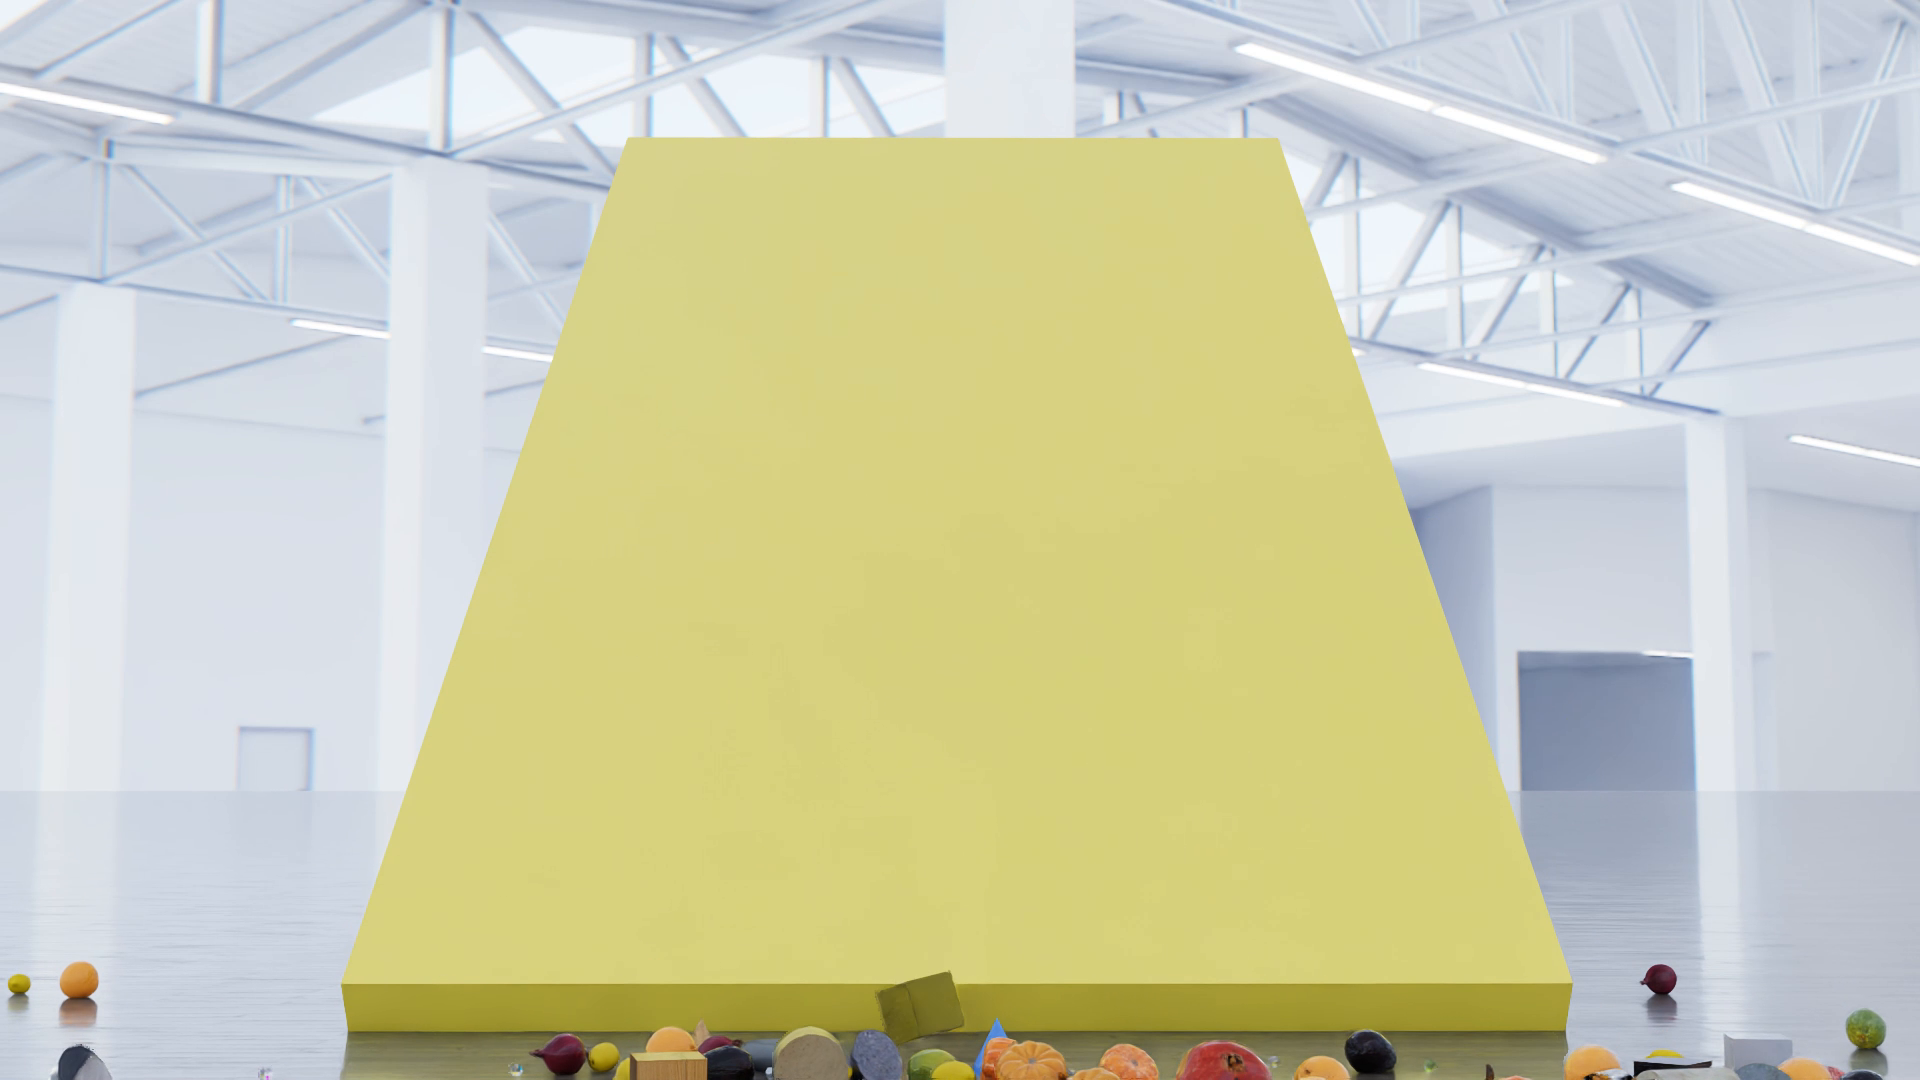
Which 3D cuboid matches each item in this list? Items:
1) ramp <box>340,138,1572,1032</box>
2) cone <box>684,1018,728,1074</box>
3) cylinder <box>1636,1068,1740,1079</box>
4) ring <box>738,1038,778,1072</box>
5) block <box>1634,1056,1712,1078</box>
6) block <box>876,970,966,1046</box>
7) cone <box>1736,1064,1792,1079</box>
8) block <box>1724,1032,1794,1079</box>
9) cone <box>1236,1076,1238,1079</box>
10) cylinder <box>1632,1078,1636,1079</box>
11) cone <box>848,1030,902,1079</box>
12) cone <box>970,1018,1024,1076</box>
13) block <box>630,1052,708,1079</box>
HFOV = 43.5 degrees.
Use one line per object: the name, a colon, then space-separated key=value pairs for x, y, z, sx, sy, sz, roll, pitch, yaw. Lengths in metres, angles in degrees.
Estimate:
ramp: x=-0.012 y=-0.215 z=5.672 sx=2.000 sy=0.100 sz=4.000 roll=0 pitch=29 yaw=0
cone: x=-0.366 y=0.714 z=3.404 sx=0.075 sy=0.075 sz=0.075 roll=0 pitch=-6 yaw=0
cylinder: x=0.798 y=0.626 z=2.629 sx=0.093 sy=0.093 sz=0.093 roll=2 pitch=-6 yaw=-16
ring: x=-0.258 y=0.735 z=3.430 sx=0.115 sy=0.038 sz=0.115 roll=1 pitch=-5 yaw=0
block: x=0.867 y=0.668 z=2.922 sx=0.069 sy=0.069 sz=0.069 roll=-5 pitch=-8 yaw=41
block: x=-0.059 y=0.707 z=3.630 sx=0.084 sy=0.084 sz=0.084 roll=-6 pitch=-16 yaw=-37
cone: x=0.935 y=0.674 z=2.835 sx=0.087 sy=0.087 sz=0.087 roll=0 pitch=-33 yaw=-2
block: x=1.050 y=0.690 z=3.162 sx=0.074 sy=0.074 sz=0.074 roll=-1 pitch=-6 yaw=8
cone: x=0.312 y=0.643 z=2.713 sx=0.076 sy=0.076 sz=0.076 roll=0 pitch=-6 yaw=0
cylinder: x=0.828 y=0.665 z=2.860 sx=0.063 sy=0.063 sz=0.063 roll=-4 pitch=-7 yaw=35
cone: x=-0.136 y=0.717 z=3.254 sx=0.083 sy=0.083 sz=0.083 roll=6 pitch=-35 yaw=-45
cone: x=0.052 y=0.711 z=3.384 sx=0.077 sy=0.077 sz=0.077 roll=0 pitch=-6 yaw=0
block: x=-0.347 y=0.654 z=2.854 sx=0.082 sy=0.082 sz=0.082 roll=1 pitch=-6 yaw=-13
